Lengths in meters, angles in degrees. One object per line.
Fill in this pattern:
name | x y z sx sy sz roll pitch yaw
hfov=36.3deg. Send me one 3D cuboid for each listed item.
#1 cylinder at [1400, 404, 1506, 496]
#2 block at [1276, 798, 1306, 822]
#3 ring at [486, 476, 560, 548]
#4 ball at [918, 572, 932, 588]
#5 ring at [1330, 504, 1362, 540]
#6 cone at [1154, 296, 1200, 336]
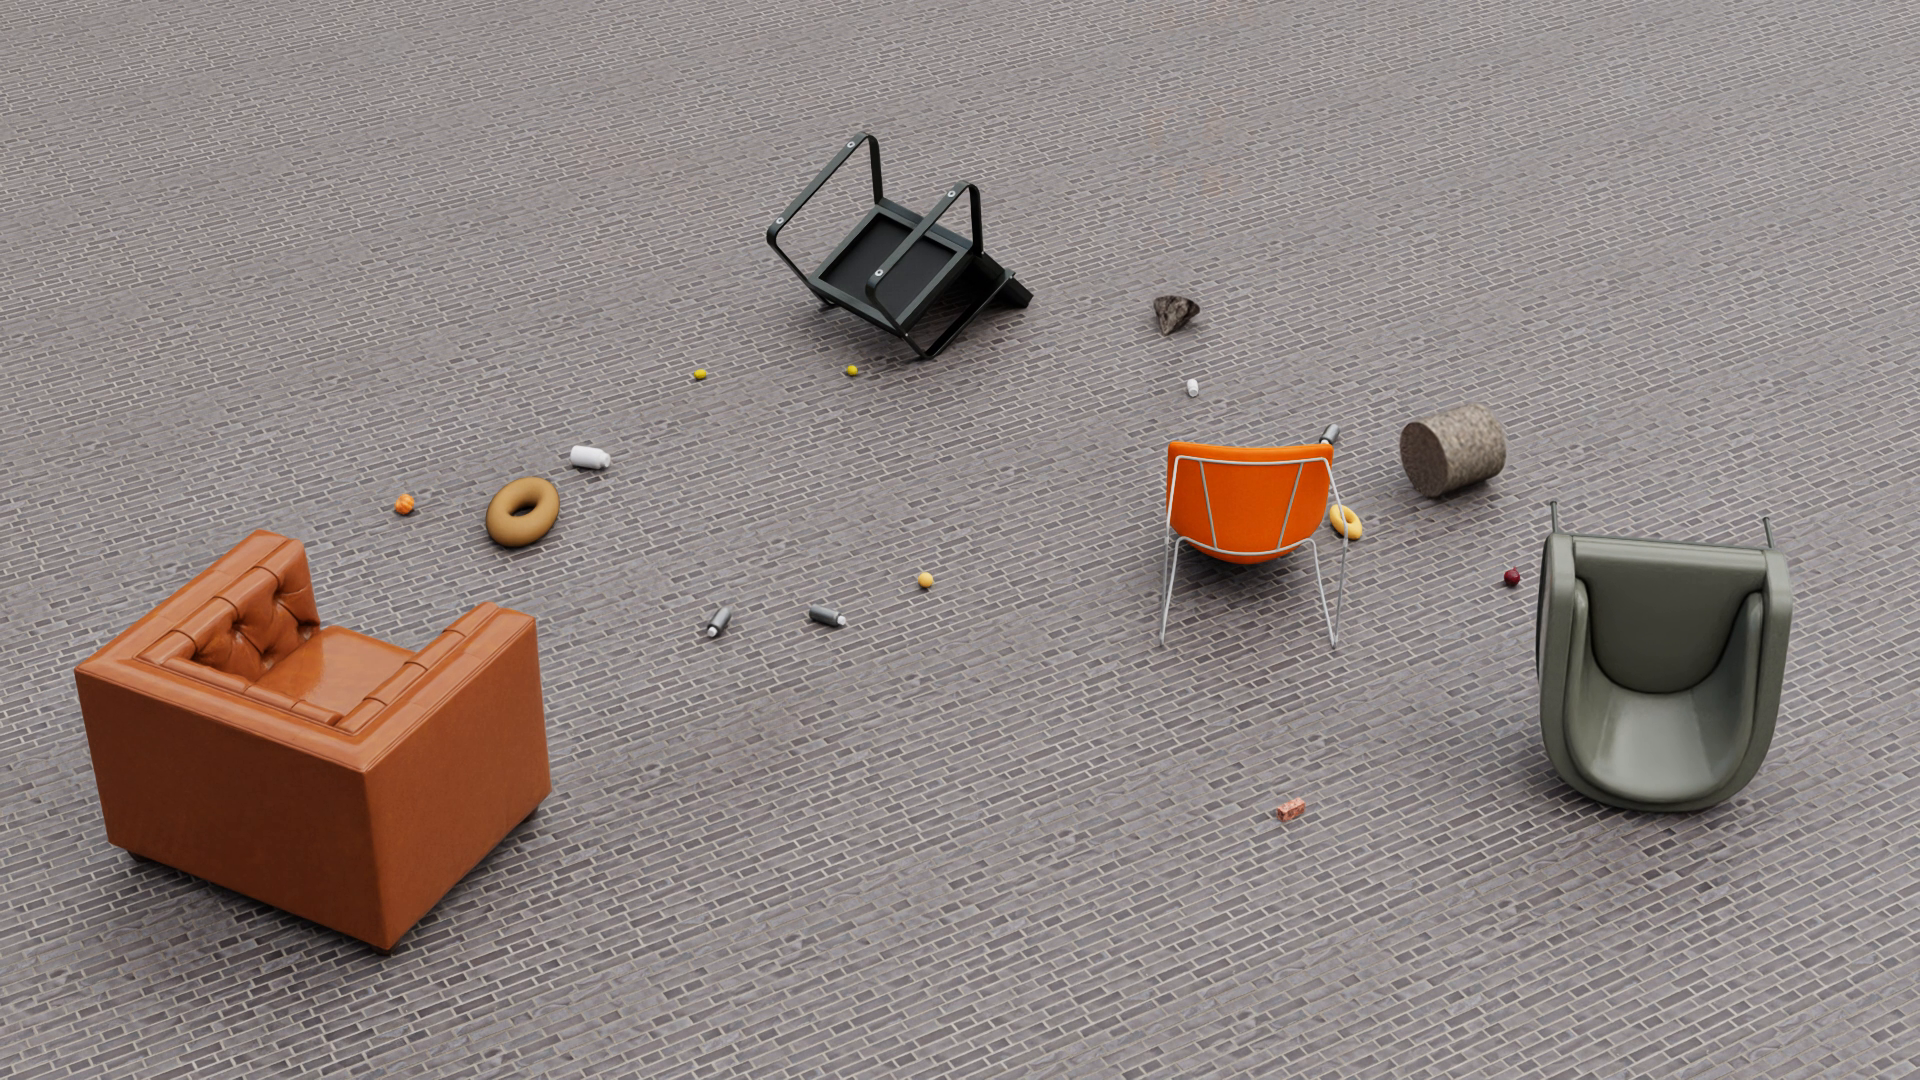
cylinder | 1.881 -0.344 11.198 0.278 0.296 0.297 -18 63 -25
block | 1.080 0.881 9.571 0.091 0.041 0.034 -22 39 -29
ring | -1.642 -0.107 11.014 0.266 0.104 0.413 4 34 7
ball | -0.125 0.146 10.674 0.055 0.055 0.055 0 33 0
ring | 1.447 -0.068 10.996 0.095 0.057 0.213 -12 34 -14
cone | 0.879 -0.914 12.273 0.215 0.133 0.171 6 55 29
